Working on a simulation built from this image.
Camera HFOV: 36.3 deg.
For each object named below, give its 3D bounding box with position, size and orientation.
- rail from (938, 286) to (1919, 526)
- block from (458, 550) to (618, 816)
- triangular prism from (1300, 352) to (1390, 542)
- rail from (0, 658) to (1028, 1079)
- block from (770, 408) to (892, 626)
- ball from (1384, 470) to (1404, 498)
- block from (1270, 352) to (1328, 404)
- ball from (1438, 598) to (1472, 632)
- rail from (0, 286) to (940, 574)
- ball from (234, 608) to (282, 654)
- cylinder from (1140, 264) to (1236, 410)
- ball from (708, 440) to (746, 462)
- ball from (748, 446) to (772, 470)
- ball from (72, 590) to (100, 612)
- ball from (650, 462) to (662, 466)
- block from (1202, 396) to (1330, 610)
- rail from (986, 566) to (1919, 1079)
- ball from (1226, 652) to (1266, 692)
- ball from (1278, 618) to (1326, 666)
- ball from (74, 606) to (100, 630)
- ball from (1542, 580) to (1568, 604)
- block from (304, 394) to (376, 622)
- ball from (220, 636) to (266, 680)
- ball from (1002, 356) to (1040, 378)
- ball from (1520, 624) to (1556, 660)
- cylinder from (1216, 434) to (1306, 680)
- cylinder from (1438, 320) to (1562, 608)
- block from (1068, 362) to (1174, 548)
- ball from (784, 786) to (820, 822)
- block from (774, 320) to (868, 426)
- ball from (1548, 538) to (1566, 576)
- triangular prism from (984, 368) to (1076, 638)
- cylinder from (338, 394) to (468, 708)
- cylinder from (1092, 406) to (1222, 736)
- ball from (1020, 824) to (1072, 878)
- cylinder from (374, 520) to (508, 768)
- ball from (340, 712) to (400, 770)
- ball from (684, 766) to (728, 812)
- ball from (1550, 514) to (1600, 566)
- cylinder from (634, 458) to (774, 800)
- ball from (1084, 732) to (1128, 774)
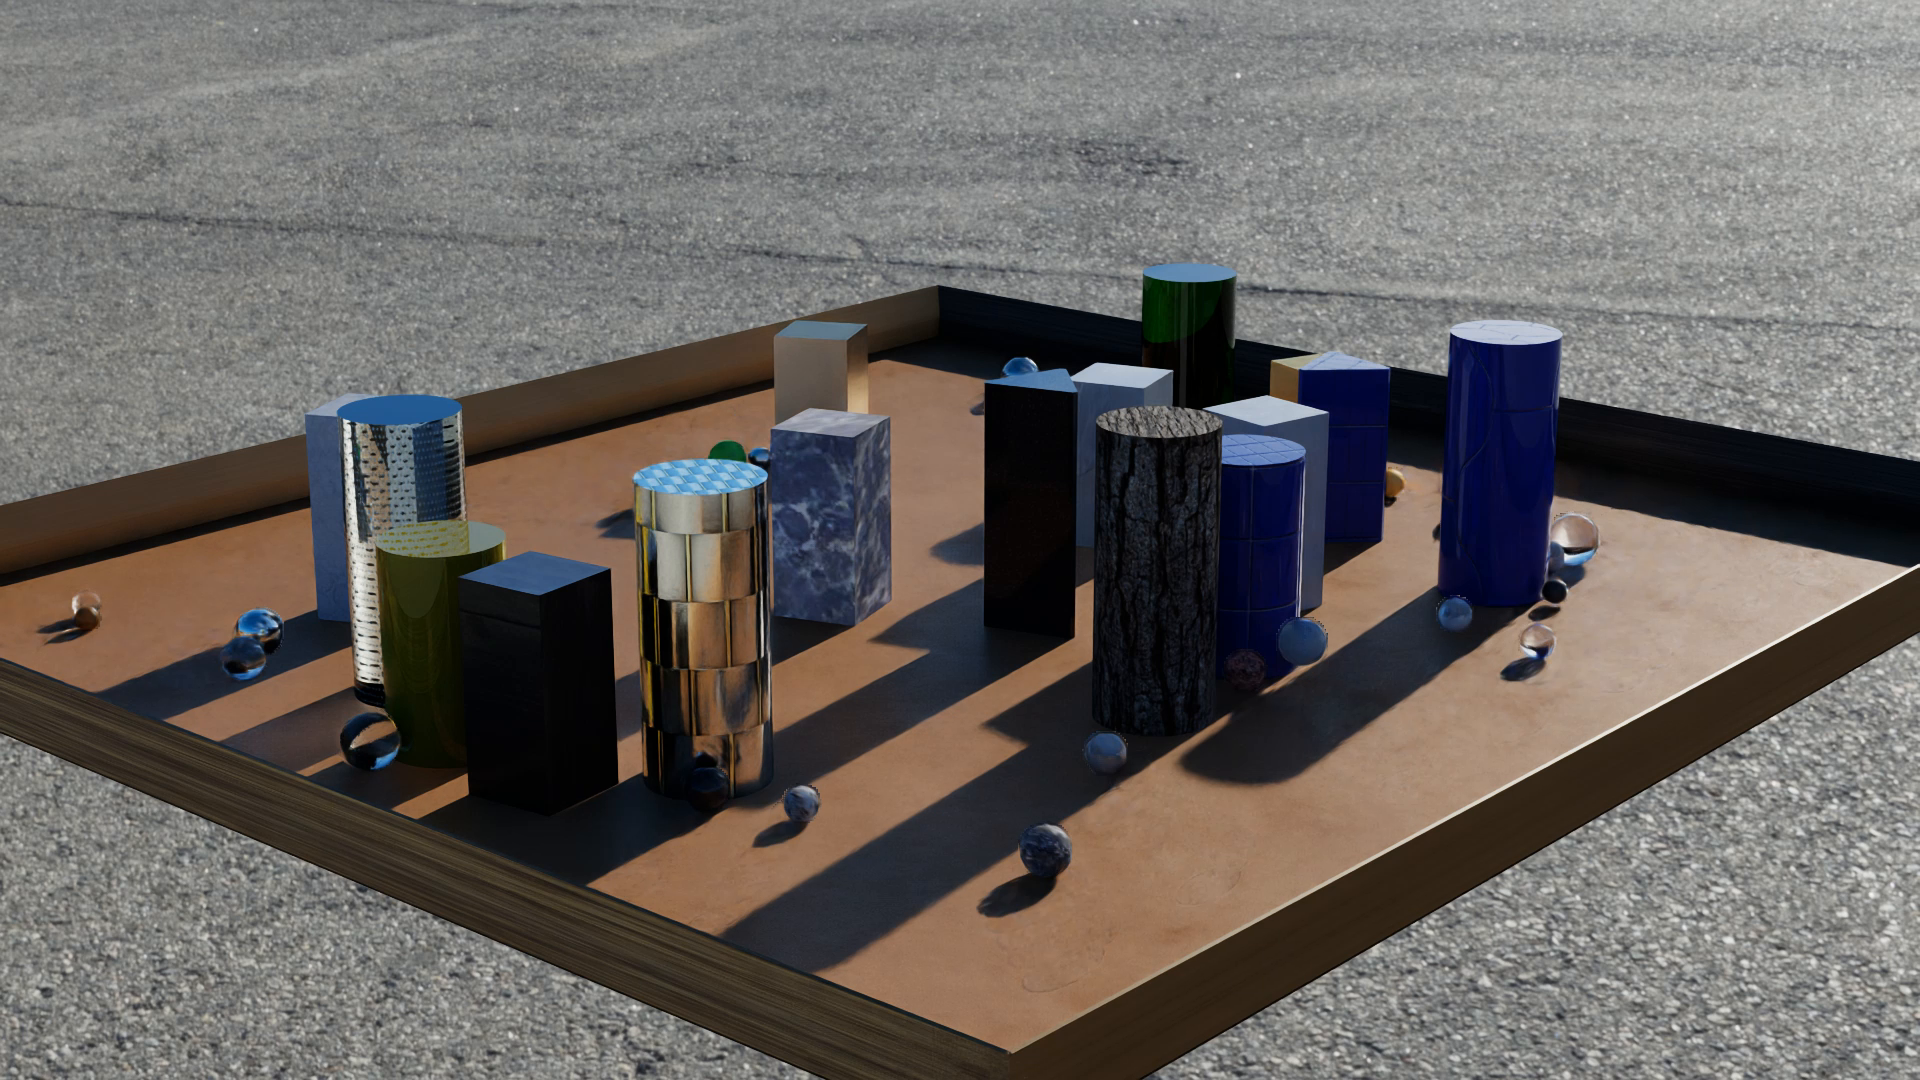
[{"bbox_3d":[0.960,-0.289,6.180,2.725,0.124,0.045,14,22,39],"label":"rail"},{"bbox_3d":[-0.602,0.203,4.199,0.152,0.328,0.152,11,20,32],"label":"block"},{"bbox_3d":[0.698,-0.175,5.453,0.165,0.328,0.143,-1,17,-3],"label":"triangular prism"},{"bbox_3d":[-0.960,0.351,4.062,2.725,0.124,0.045,14,22,39],"label":"rail"},{"bbox_3d":[-0.218,-0.041,5.005,0.152,0.330,0.152,7,18,22],"label":"block"},{"bbox_3d":[0.840,-0.111,5.714,0.054,0.054,0.054,0,17,0],"label":"ball"},{"bbox_3d":[0.707,-0.216,5.705,0.152,0.260,0.152,-9,19,-28],"label":"block"},{"bbox_3d":[0.832,0.126,4.926,0.057,0.057,0.057,0,17,0],"label":"ball"},{"bbox_3d":[-1.011,-0.223,5.961,0.045,0.124,2.977,14,22,39],"label":"rail"},{"bbox_3d":[-1.149,0.151,4.805,0.078,0.078,0.078,0,17,0],"label":"ball"},{"bbox_3d":[0.464,-0.359,5.974,0.190,0.379,0.190,0,17,0],"label":"cylinder"},{"bbox_3d":[-0.463,-0.161,5.844,0.075,0.075,0.075,0,17,0],"label":"ball"},{"bbox_3d":[-0.401,-0.162,5.888,0.051,0.051,0.051,0,17,0],"label":"ball"},{"bbox_3d":[-1.489,0.109,4.997,0.047,0.047,0.047,0,17,0],"label":"ball"},{"bbox_3d":[-0.577,-0.106,5.646,0.085,0.085,0.085,0,17,0],"label":"ball"},{"bbox_3d":[0.519,-0.056,5.030,0.152,0.344,0.152,-13,21,-36],"label":"block"},{"bbox_3d":[1.011,0.285,4.280,0.045,0.124,2.977,14,22,39],"label":"rail"},{"bbox_3d":[0.452,0.208,4.639,0.065,0.065,0.065,0,17,0],"label":"ball"},{"bbox_3d":[0.545,0.163,4.668,0.076,0.076,0.076,0,17,0],"label":"ball"},{"bbox_3d":[-1.469,0.132,4.935,0.040,0.040,0.040,0,17,0],"label":"ball"},{"bbox_3d":[1.027,0.089,5.061,0.043,0.043,0.043,0,17,0],"label":"ball"},{"bbox_3d":[-0.999,-0.053,4.993,0.152,0.360,0.152,5,17,16],"label":"block"},{"bbox_3d":[-1.145,0.190,4.689,0.071,0.071,0.071,0,17,0],"label":"ball"},{"bbox_3d":[0.135,-0.361,6.482,0.089,0.089,0.089,0,17,0],"label":"ball"},{"bbox_3d":[0.944,0.166,4.789,0.058,0.058,0.058,0,17,0],"label":"ball"},{"bbox_3d":[0.457,0.027,4.732,0.190,0.358,0.190,0,17,0],"label":"cylinder"},{"bbox_3d":[0.934,-0.133,5.081,0.190,0.464,0.190,0,17,0],"label":"cylinder"},{"bbox_3d":[0.292,-0.153,5.408,0.152,0.311,0.152,7,18,23],"label":"block"},{"bbox_3d":[-0.223,0.371,4.124,0.051,0.051,0.051,0,17,0],"label":"ball"},{"bbox_3d":[-0.280,-0.293,5.941,0.152,0.271,0.152,4,17,13],"label":"block"},{"bbox_3d":[1.041,0.030,5.207,0.067,0.067,0.067,0,17,0],"label":"ball"},{"bbox_3d":[0.144,-0.067,4.931,0.165,0.423,0.143,8,18,24],"label":"triangular prism"},{"bbox_3d":[-0.865,0.018,4.590,0.190,0.458,0.190,0,17,0],"label":"cylinder"},{"bbox_3d":[0.300,0.046,4.476,0.190,0.469,0.190,0,17,0],"label":"cylinder"},{"bbox_3d":[0.116,0.417,3.936,0.071,0.071,0.071,0,17,0],"label":"ball"},{"bbox_3d":[-0.765,0.154,4.368,0.190,0.326,0.190,0,17,0],"label":"cylinder"},{"bbox_3d":[-0.867,0.296,4.311,0.087,0.087,0.087,0,17,0],"label":"ball"},{"bbox_3d":[-0.360,0.353,4.161,0.064,0.064,0.064,0,17,0],"label":"ball"},{"bbox_3d":[1.104,0.000,5.277,0.095,0.095,0.095,0,17,0],"label":"ball"},{"bbox_3d":[-0.368,0.128,4.226,0.190,0.457,0.190,0,17,0],"label":"cylinder"},{"bbox_3d":[0.214,0.313,4.297,0.062,0.062,0.062,0,17,0],"label":"ball"}]
